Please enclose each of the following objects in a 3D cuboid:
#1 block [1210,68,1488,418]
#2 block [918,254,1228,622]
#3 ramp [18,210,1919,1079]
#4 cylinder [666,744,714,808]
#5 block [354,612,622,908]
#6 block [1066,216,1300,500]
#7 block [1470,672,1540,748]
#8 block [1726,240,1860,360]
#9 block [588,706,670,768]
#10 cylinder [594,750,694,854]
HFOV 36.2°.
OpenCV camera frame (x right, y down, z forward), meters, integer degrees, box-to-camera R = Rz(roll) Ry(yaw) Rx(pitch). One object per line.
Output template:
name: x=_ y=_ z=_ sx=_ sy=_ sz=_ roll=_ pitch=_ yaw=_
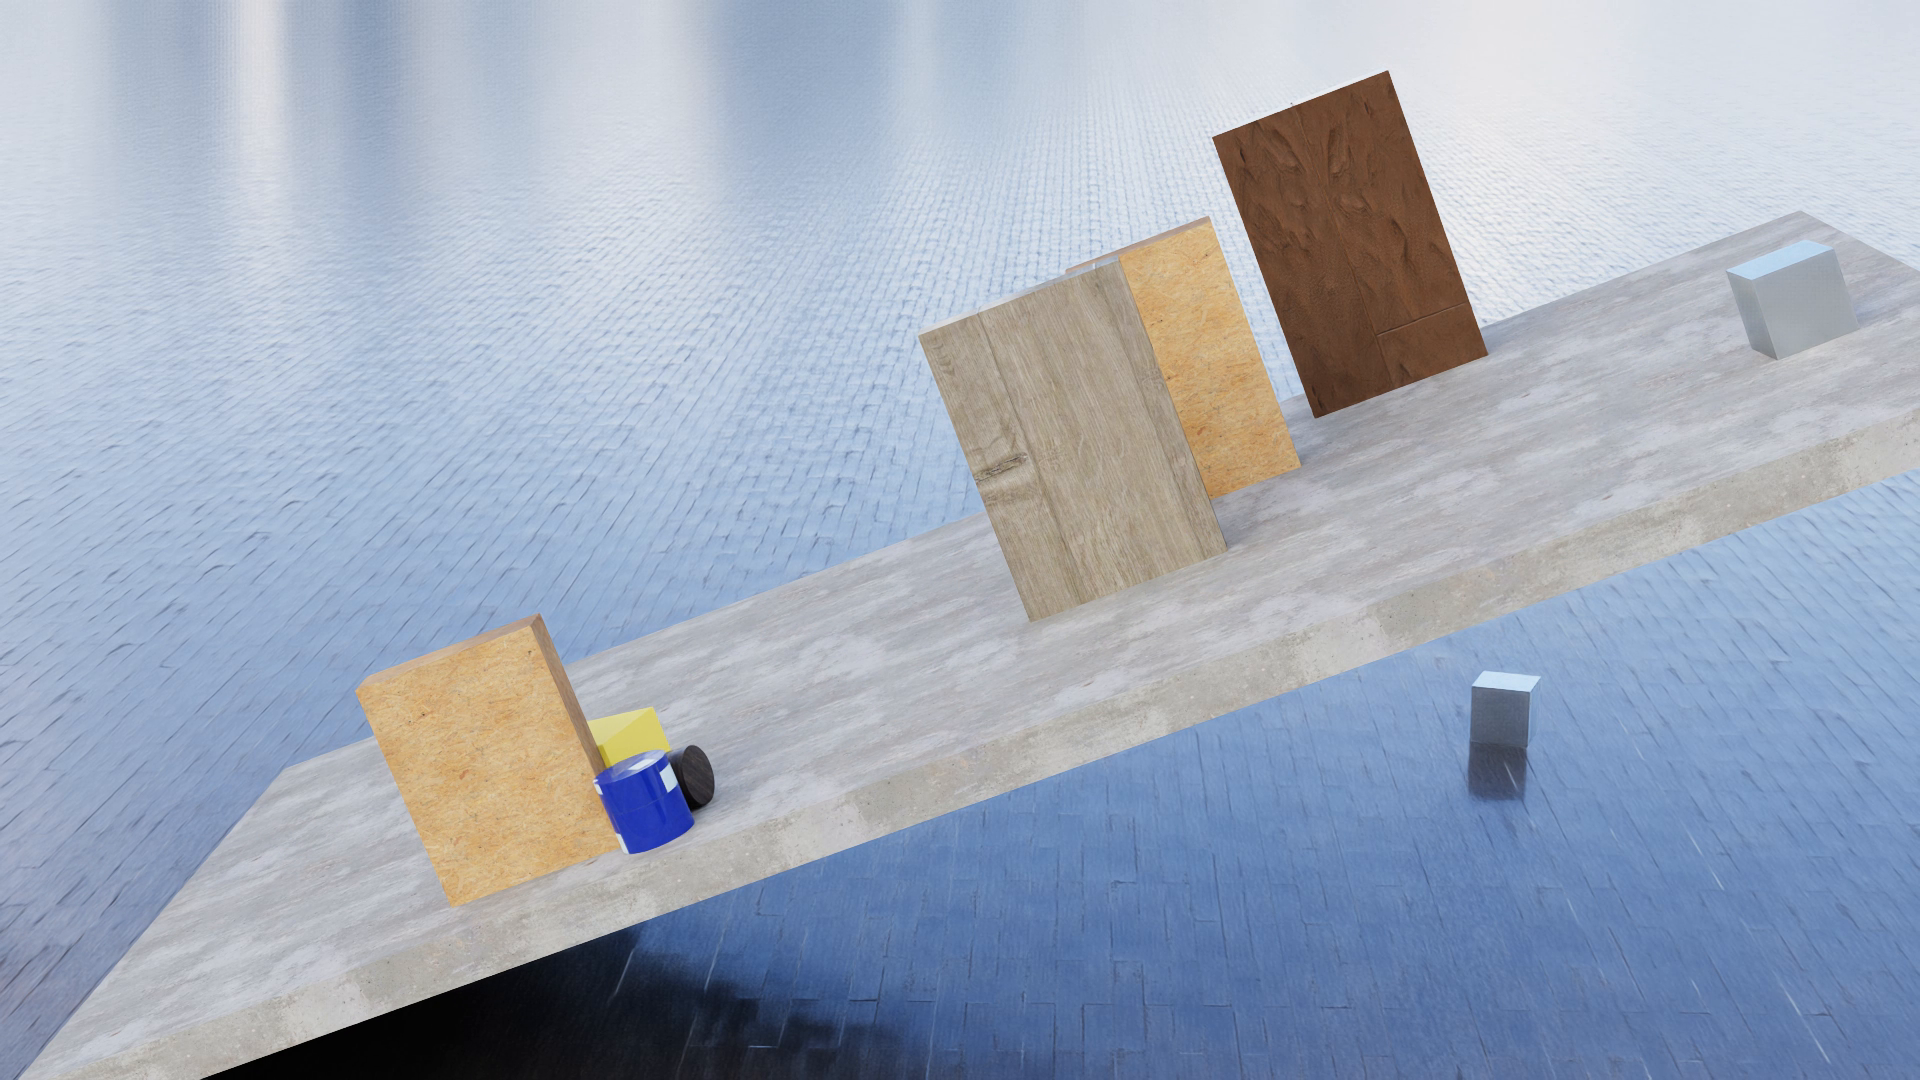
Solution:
block: x=0.899 y=-0.682 z=6.789 sx=0.424 sy=0.699 sz=0.087 roll=-20 pitch=12 yaw=7
block: x=0.231 y=-0.203 z=5.973 sx=0.429 sy=0.636 sz=0.081 roll=-20 pitch=12 yaw=7
ramp: x=0.120 y=0.175 z=6.294 sx=4.000 sy=0.100 sz=2.000 roll=-20 pitch=12 yaw=7
cylinder: x=-0.552 y=0.464 z=5.654 sx=0.117 sy=0.117 sz=0.117 roll=-17 pitch=6 yaw=23
block: x=-0.883 y=0.420 z=5.594 sx=0.360 sy=0.461 sz=0.098 roll=-20 pitch=12 yaw=7
block: x=0.489 y=-0.378 z=6.452 sx=0.336 sy=0.576 sz=0.106 roll=-20 pitch=12 yaw=7
block: x=1.494 y=0.463 z=8.060 sx=0.158 sy=0.158 sz=0.158 roll=5 pitch=14 yaw=21
block: x=1.650 y=-0.477 z=5.831 sx=0.171 sy=0.171 sz=0.171 roll=-21 pitch=12 yaw=2
block: x=-0.683 y=0.458 z=5.762 sx=0.179 sy=0.179 sz=0.179 roll=-14 pitch=14 yaw=33
cylinder: x=-0.594 y=0.492 z=5.532 sx=0.146 sy=0.146 sz=0.146 roll=-21 pitch=11 yaw=4
